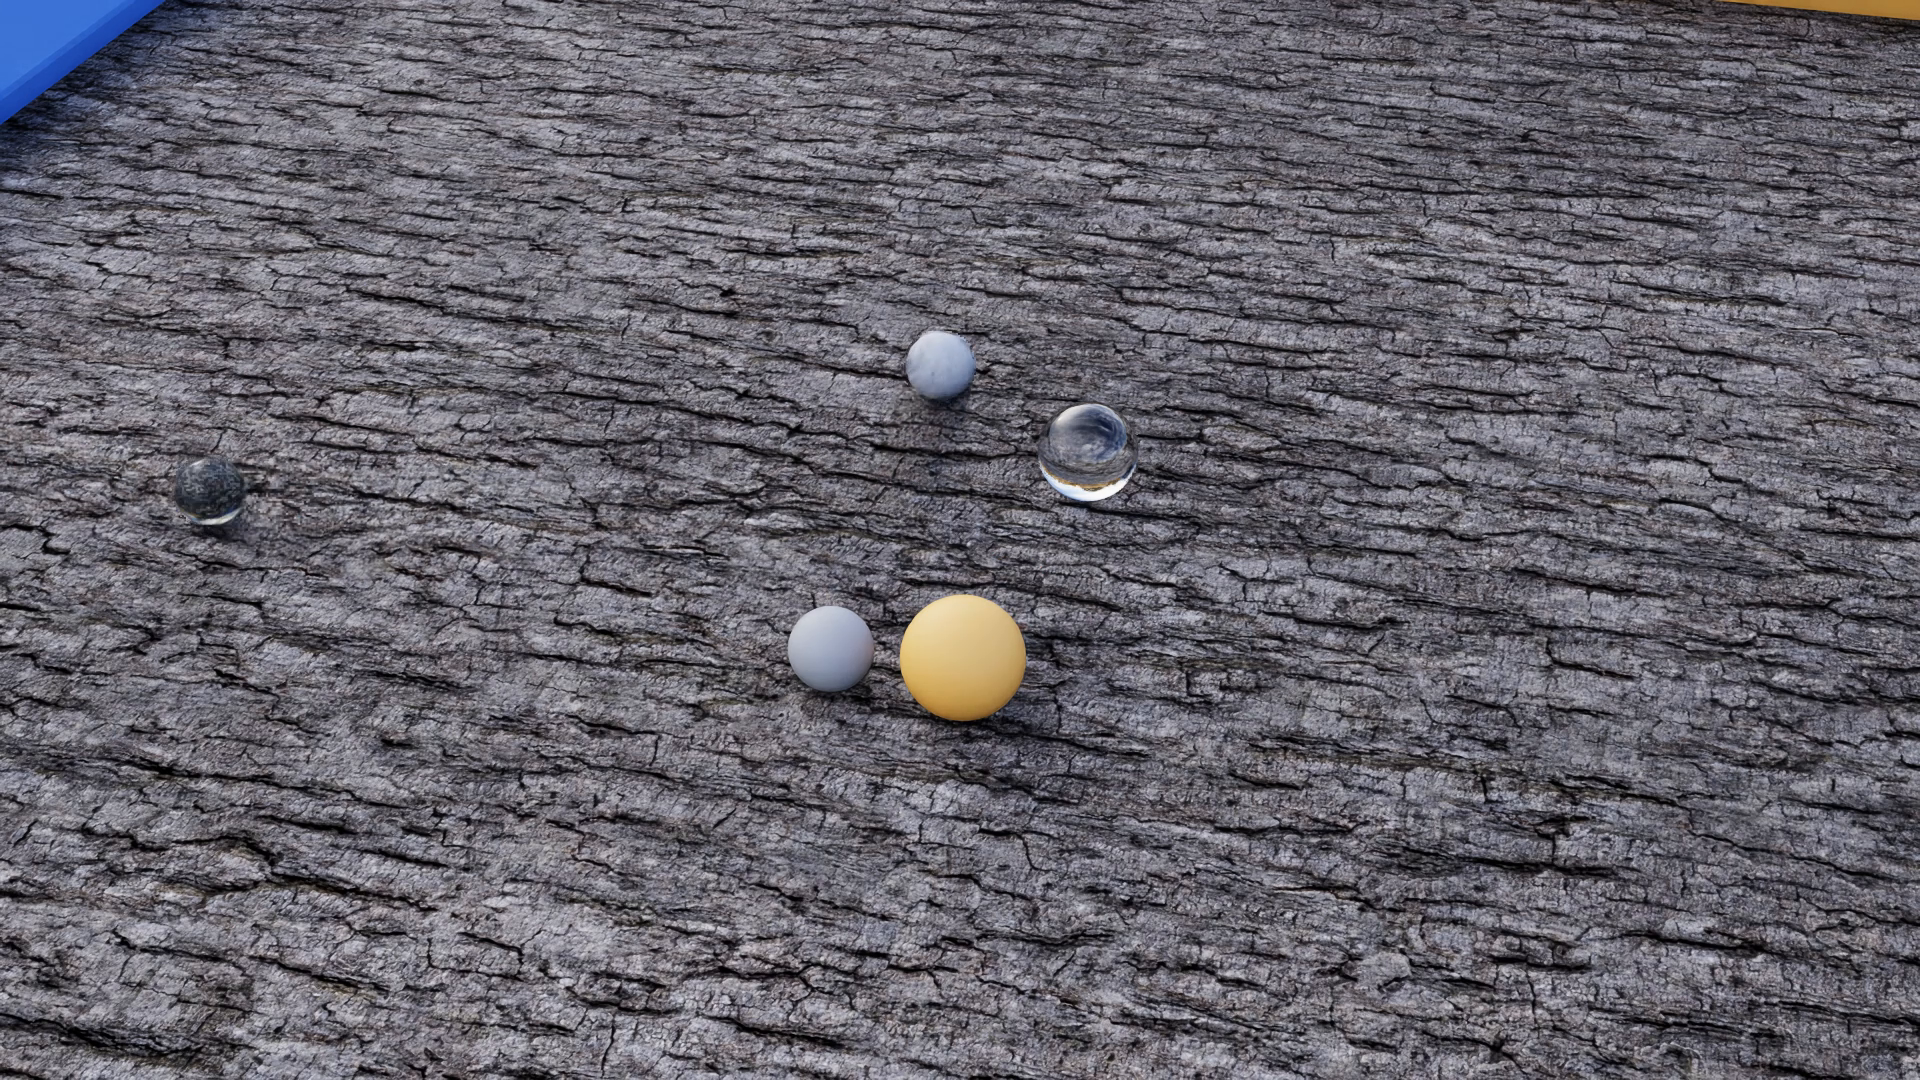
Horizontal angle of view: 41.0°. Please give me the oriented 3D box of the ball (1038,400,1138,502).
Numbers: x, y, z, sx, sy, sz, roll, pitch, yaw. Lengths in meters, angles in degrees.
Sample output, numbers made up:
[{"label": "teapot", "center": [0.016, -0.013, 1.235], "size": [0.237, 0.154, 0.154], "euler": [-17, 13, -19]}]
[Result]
[{"label": "ball", "center": [0.097, -0.067, 1.937], "size": [0.076, 0.076, 0.076], "euler": [0, 34, 0]}]

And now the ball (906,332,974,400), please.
[{"label": "ball", "center": [-0.016, -0.140, 2.062], "size": [0.055, 0.055, 0.055], "euler": [0, 34, 0]}]

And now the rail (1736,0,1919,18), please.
[{"label": "rail", "center": [1.375, -0.527, 2.576], "size": [4.398, 0.110, 0.045], "euler": [9, 35, 12]}]

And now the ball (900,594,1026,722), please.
[{"label": "ball", "center": [0.002, 0.079, 1.717], "size": [0.085, 0.085, 0.085], "euler": [0, 34, 0]}]

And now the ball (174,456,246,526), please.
[{"label": "ball", "center": [-0.560, -0.036, 1.914], "size": [0.052, 0.052, 0.052], "euler": [0, 34, 0]}]

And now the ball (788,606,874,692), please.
[{"label": "ball", "center": [-0.088, 0.074, 1.747], "size": [0.059, 0.059, 0.059], "euler": [0, 34, 0]}]

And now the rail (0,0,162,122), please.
[{"label": "rail", "center": [-1.040, -0.176, 2.064], "size": [0.045, 0.110, 2.485], "euler": [9, 35, 12]}]
